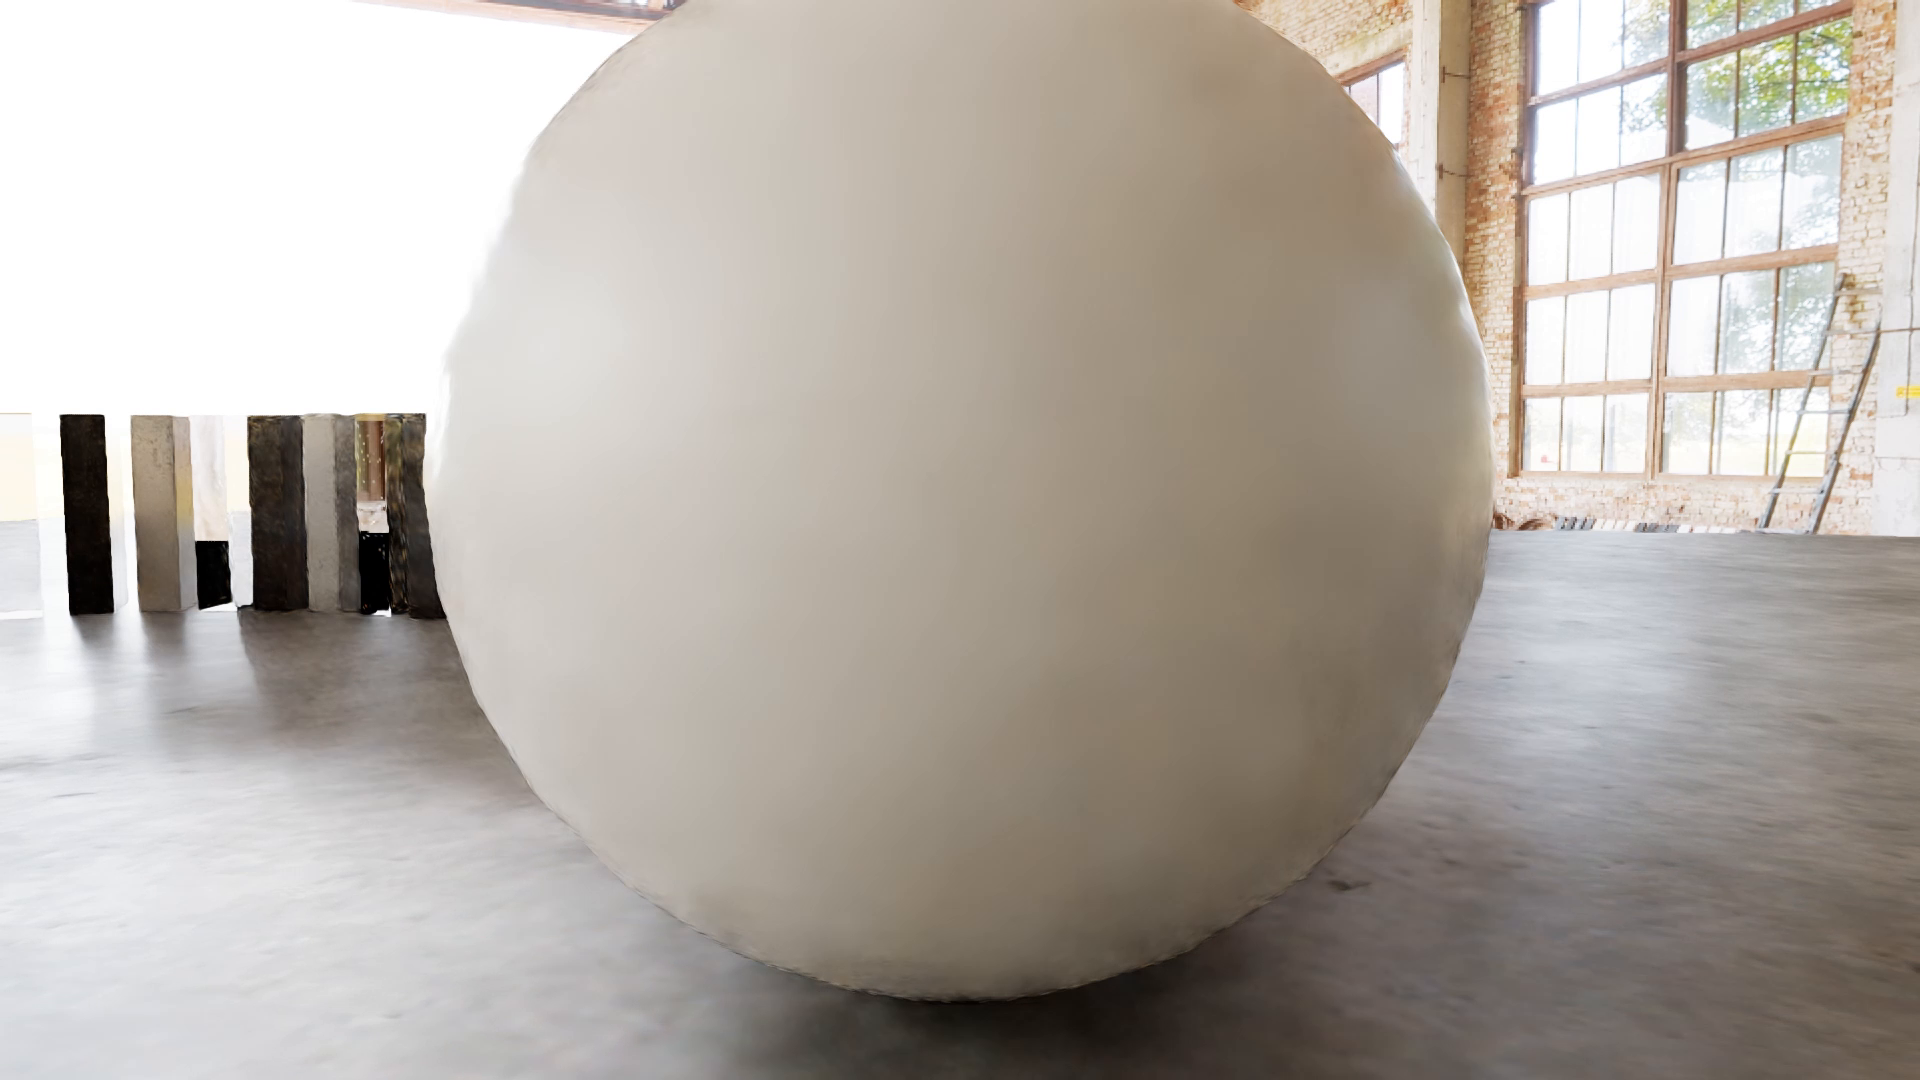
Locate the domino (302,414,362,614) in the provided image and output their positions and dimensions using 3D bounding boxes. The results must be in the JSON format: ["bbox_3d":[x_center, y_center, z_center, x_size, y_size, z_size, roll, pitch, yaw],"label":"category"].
[{"bbox_3d":[-0.157,-0.007,0.334,0.009,0.050,0.025,1,4,14],"label":"domino"}]

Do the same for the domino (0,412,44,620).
[{"bbox_3d":[-0.237,-0.007,0.321,0.009,0.050,0.025,-3,5,-35],"label":"domino"}]

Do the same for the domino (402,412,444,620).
[{"bbox_3d":[-0.126,-0.007,0.322,0.009,0.050,0.025,2,5,26],"label":"domino"}]

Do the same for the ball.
[{"bbox_3d":[0.000,-0.005,0.103,0.080,0.080,0.080,0,4,0],"label":"ball"}]

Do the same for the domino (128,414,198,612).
[{"bbox_3d":[-0.207,-0.008,0.336,0.009,0.050,0.025,-1,4,-16],"label":"domino"}]

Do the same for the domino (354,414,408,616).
[{"bbox_3d":[-0.141,-0.007,0.329,0.009,0.050,0.025,2,5,21],"label":"domino"}]

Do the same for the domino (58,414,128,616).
[{"bbox_3d":[-0.222,-0.007,0.330,0.009,0.050,0.025,-2,5,-26],"label":"domino"}]

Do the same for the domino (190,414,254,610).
[{"bbox_3d":[-0.190,-0.008,0.339,0.009,0.050,0.025,0,4,-1],"label":"domino"}]

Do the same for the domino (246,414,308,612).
[{"bbox_3d":[-0.173,-0.008,0.337,0.009,0.050,0.025,1,4,9],"label":"domino"}]
